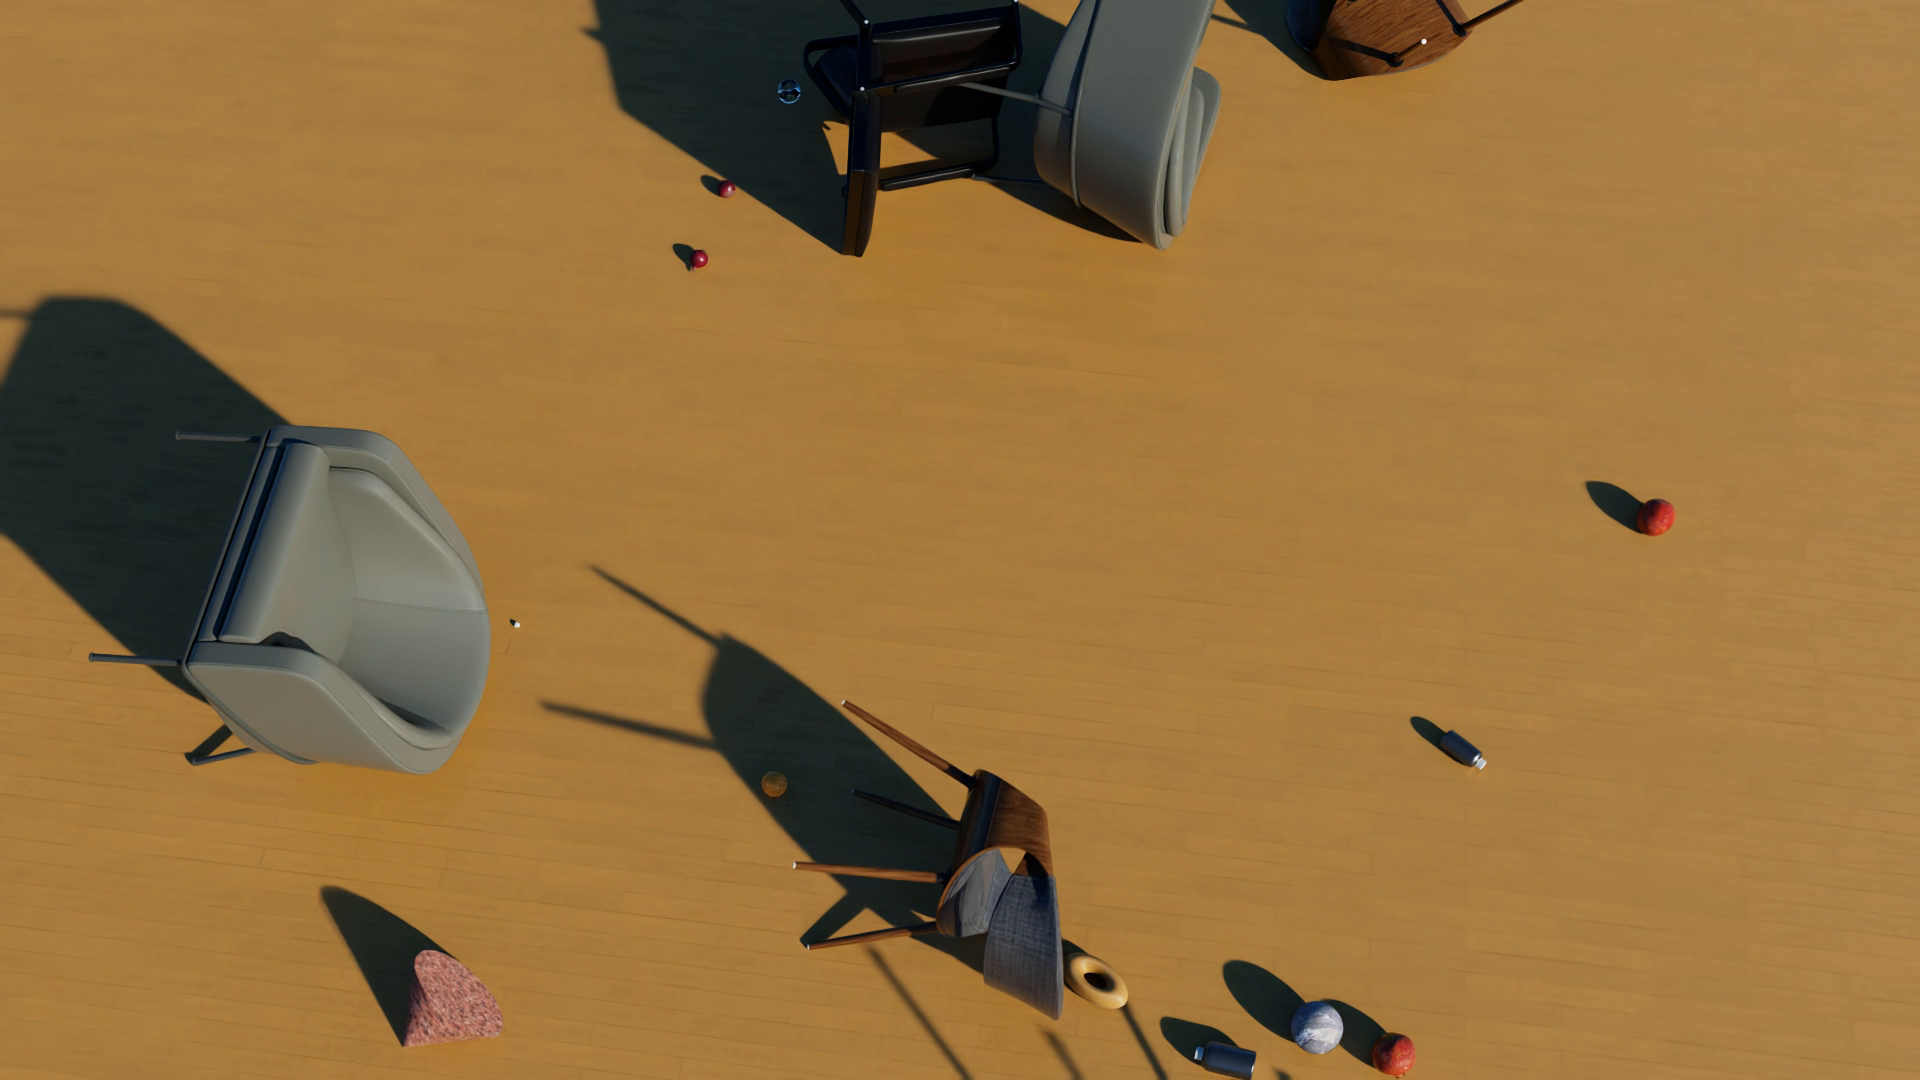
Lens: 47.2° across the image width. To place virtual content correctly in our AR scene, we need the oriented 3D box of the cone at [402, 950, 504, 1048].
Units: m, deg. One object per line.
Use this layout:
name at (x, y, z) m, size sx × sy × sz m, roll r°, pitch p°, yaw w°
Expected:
cone at (-1.364, 1.240, 5.671) m, size 0.220 × 0.256 × 0.297 m, roll -43°, pitch 105°, yaw 11°

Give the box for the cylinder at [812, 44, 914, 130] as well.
cylinder at (-0.331, -1.543, 7.485) m, size 0.263 × 0.185 × 0.244 m, roll -12°, pitch 51°, yaw -44°

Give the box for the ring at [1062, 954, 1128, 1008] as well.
ring at (0.354, 1.155, 5.761) m, size 0.200 × 0.064 × 0.111 m, roll 33°, pitch 61°, yaw 21°

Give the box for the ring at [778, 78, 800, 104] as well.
ring at (-0.589, -1.548, 7.581) m, size 0.079 × 0.053 × 0.087 m, roll 9°, pitch 58°, yaw 8°

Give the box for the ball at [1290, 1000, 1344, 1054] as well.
ball at (0.917, 1.253, 5.652) m, size 0.134 × 0.134 × 0.134 m, roll 0°, pitch 56°, yaw 0°
